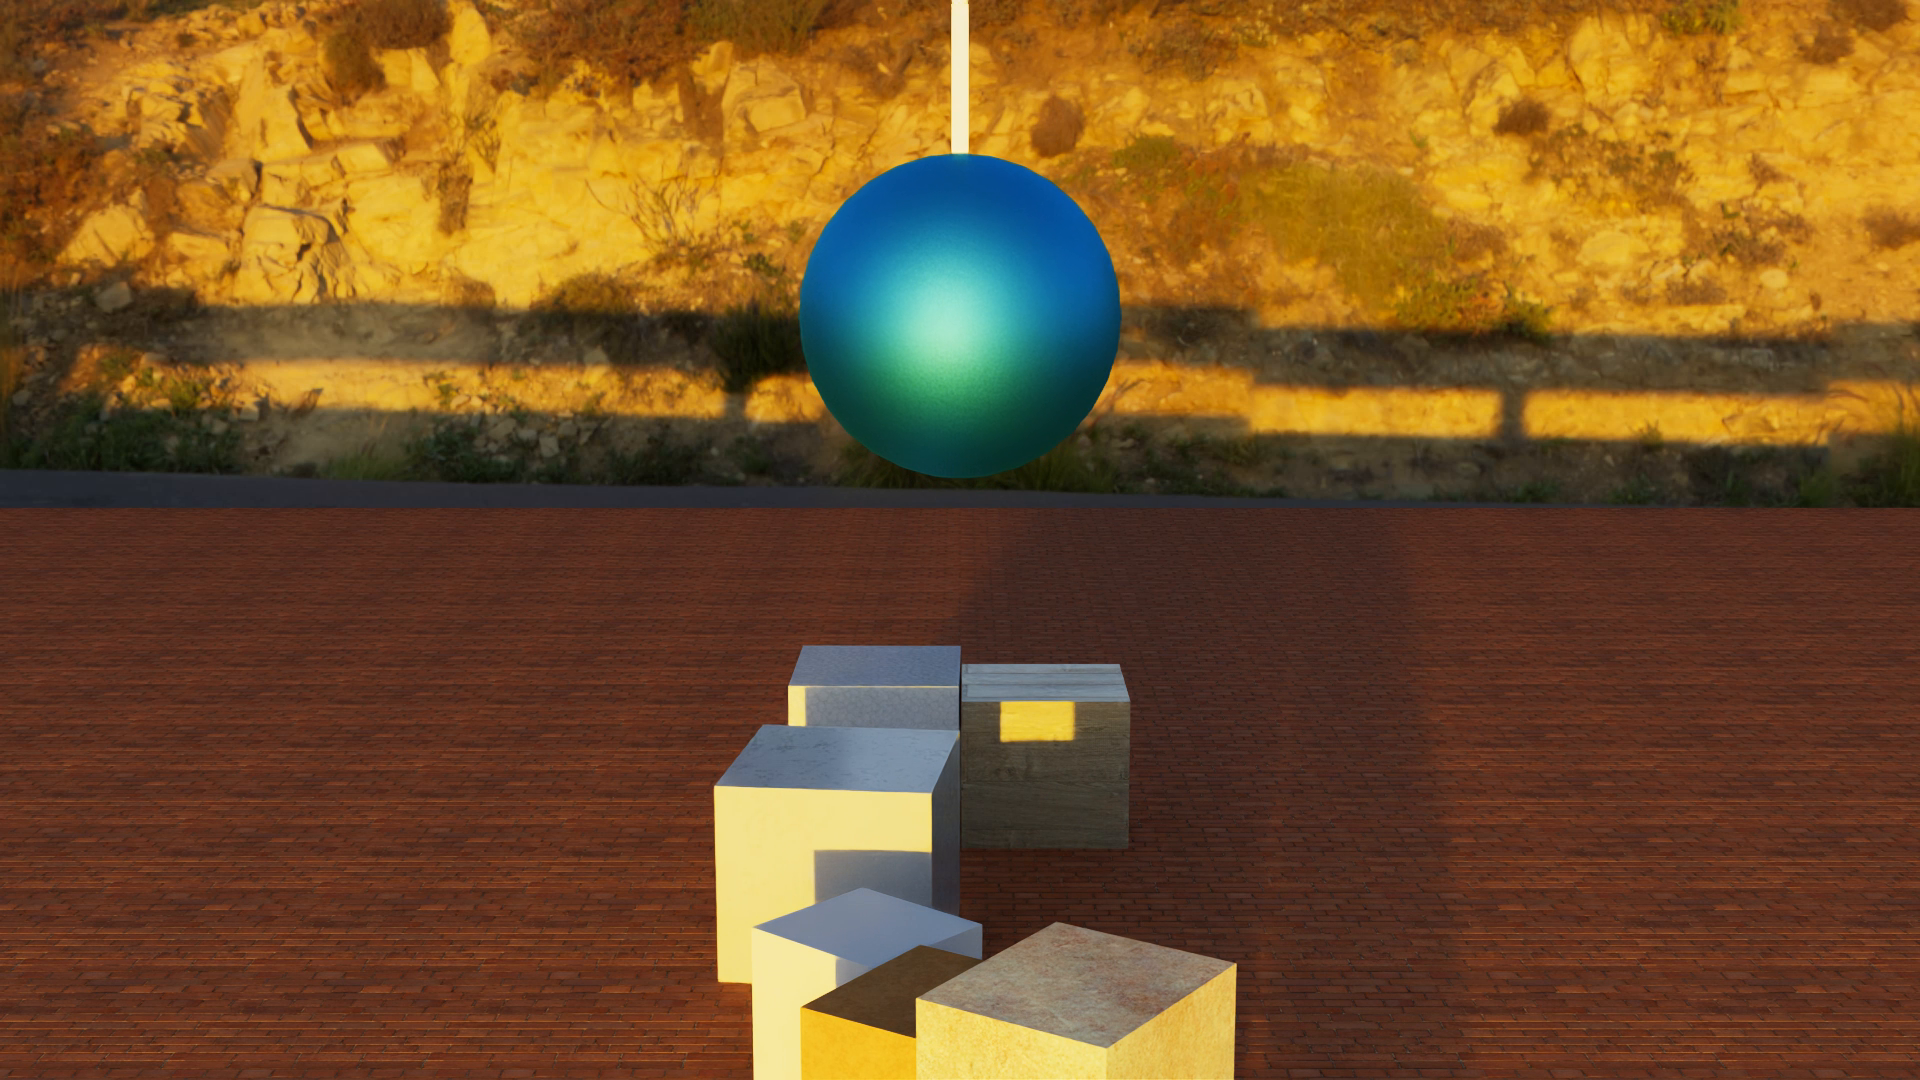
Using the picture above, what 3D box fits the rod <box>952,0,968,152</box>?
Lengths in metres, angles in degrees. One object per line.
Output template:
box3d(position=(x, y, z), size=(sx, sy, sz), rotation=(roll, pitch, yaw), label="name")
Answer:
box3d(position=(0.000, -4.459, 10.334), size=(0.080, 5.200, 0.080), rotation=(0, 10, 0), label="rod")

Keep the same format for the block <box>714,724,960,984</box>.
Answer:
box3d(position=(-0.511, 1.367, 9.650), size=(0.911, 0.858, 0.989), rotation=(1, 10, 7), label="block")

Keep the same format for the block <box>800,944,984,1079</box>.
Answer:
box3d(position=(-0.092, 1.859, 7.555), size=(0.598, 0.639, 0.701), rotation=(7, 12, 33), label="block")

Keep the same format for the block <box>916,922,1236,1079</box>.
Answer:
box3d(position=(0.381, 1.830, 7.091), size=(0.689, 0.863, 0.829), rotation=(7, 12, 34), label="block")

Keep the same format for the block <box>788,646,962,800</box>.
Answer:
box3d(position=(-0.422, 1.058, 11.399), size=(0.845, 0.840, 0.893), rotation=(0, 10, 1), label="block")

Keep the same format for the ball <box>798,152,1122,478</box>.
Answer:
box3d(position=(0.000, -1.107, 10.898), size=(1.600, 1.600, 1.600), rotation=(0, 10, 0), label="ball")

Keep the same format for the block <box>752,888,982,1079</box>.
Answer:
box3d(position=(-0.346, 1.742, 8.243), size=(0.622, 0.623, 0.593), rotation=(9, 14, 41), label="block")

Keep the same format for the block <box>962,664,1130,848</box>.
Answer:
box3d(position=(0.428, 1.104, 11.364), size=(0.836, 0.761, 0.793), rotation=(0, 10, 0), label="block")
